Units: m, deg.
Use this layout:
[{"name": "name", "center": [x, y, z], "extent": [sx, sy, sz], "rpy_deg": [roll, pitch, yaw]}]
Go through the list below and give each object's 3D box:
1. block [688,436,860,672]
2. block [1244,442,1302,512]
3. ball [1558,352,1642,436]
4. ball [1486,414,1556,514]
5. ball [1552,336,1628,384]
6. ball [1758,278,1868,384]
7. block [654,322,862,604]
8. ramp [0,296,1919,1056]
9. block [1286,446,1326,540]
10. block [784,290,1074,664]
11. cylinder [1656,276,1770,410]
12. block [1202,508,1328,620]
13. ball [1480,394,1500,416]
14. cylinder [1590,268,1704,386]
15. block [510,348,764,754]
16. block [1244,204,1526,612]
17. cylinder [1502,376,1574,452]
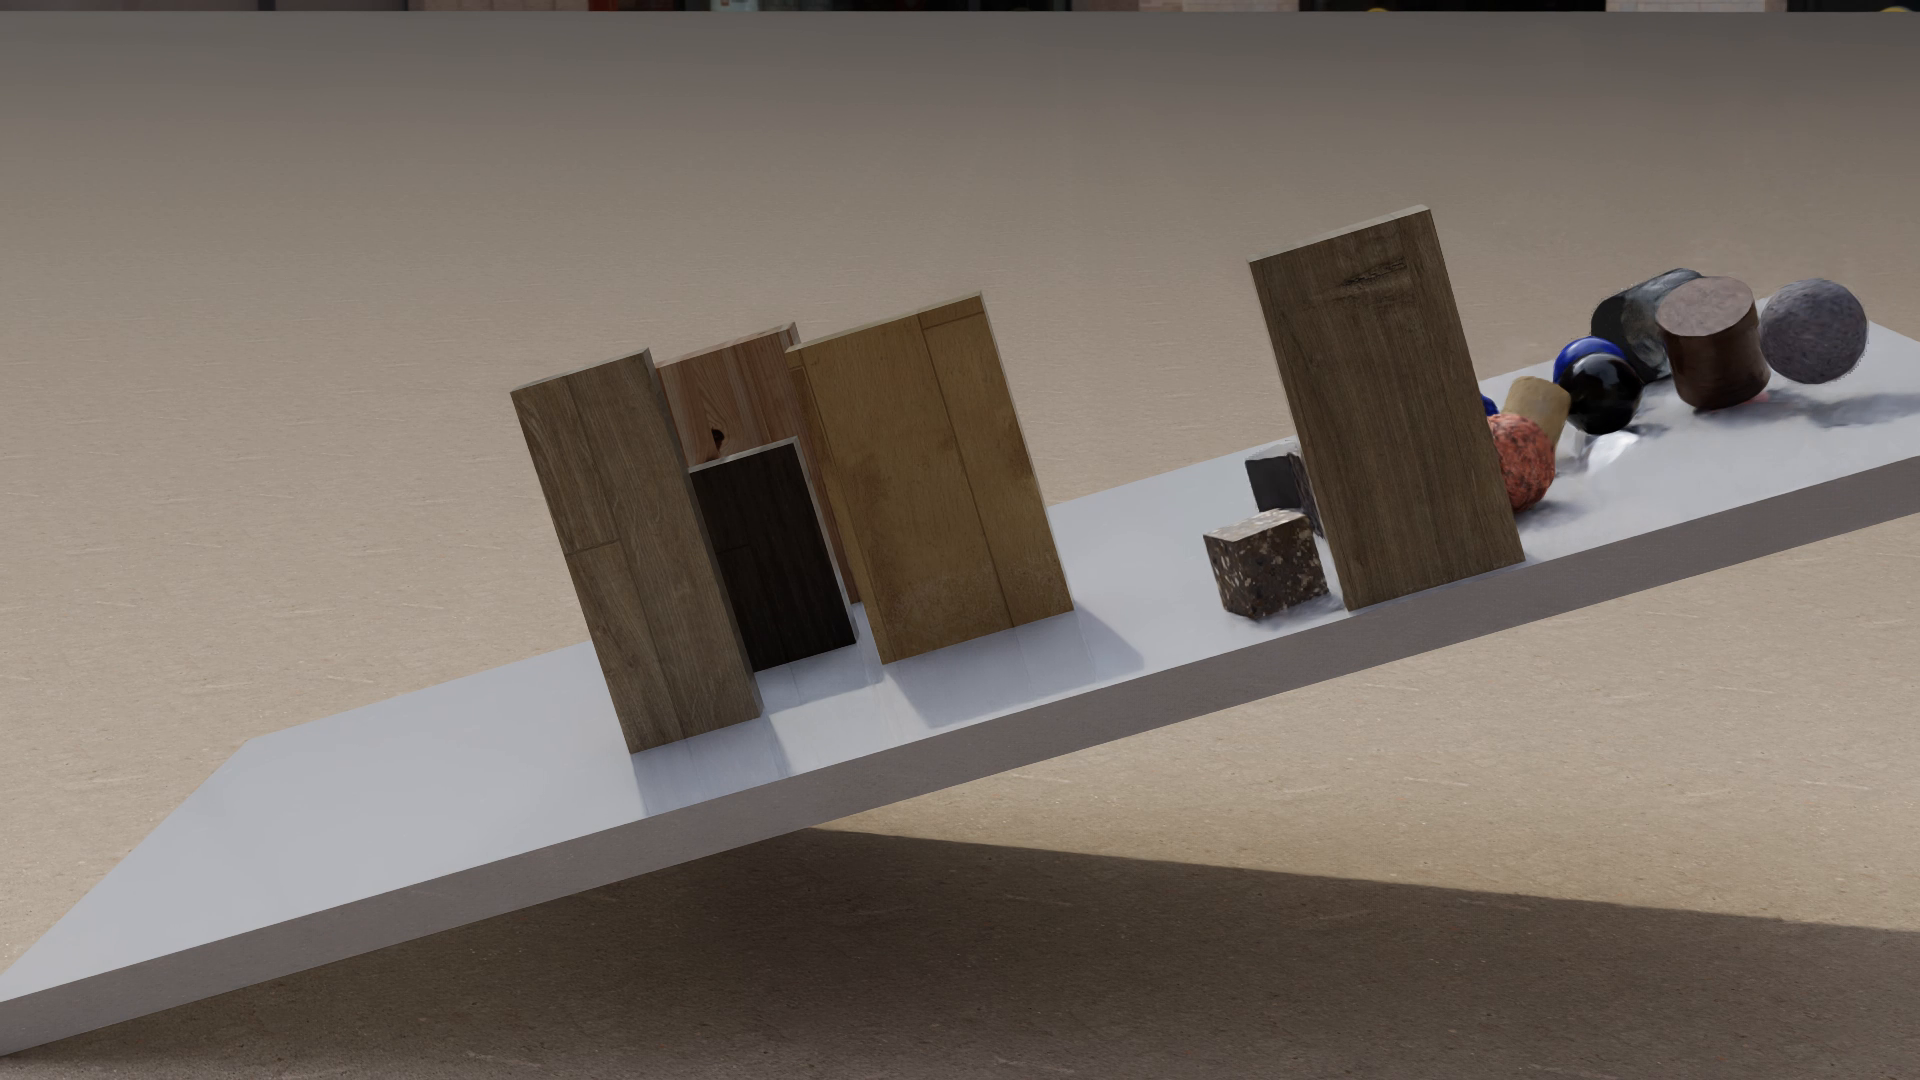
[{"name": "block", "center": [-0.489, 0.057, 6.384], "extent": [0.421, 0.457, 0.101], "rpy_deg": [-16, 10, 5]}, {"name": "block", "center": [0.717, -0.141, 6.423], "extent": [0.117, 0.117, 0.117], "rpy_deg": [-7, 14, 46]}, {"name": "ball", "center": [1.332, -0.305, 6.127], "extent": [0.174, 0.174, 0.174], "rpy_deg": [0, 11, 0]}, {"name": "ball", "center": [1.051, -0.148, 5.678], "extent": [0.195, 0.195, 0.195], "rpy_deg": [0, 11, 0]}, {"name": "ball", "center": [1.369, -0.358, 6.377], "extent": [0.166, 0.166, 0.166], "rpy_deg": [0, 11, 0]}, {"name": "ball", "center": [1.670, -0.408, 5.760], "extent": [0.207, 0.207, 0.207], "rpy_deg": [0, 11, 0]}, {"name": "block", "center": [-0.493, -0.129, 6.837], "extent": [0.419, 0.652, 0.149], "rpy_deg": [-16, 10, 5]}, {"name": "ramp", "center": [0.093, 0.186, 6.317], "extent": [4.000, 0.100, 2.000], "rpy_deg": [-16, 10, 5]}, {"name": "block", "center": [0.791, -0.117, 6.009], "extent": [0.174, 0.174, 0.174], "rpy_deg": [-18, 10, -4]}, {"name": "block", "center": [-0.059, -0.127, 6.036], "extent": [0.412, 0.674, 0.107], "rpy_deg": [-16, 10, 5]}, {"name": "cylinder", "center": [1.552, -0.406, 6.054], "extent": [0.195, 0.195, 0.195], "rpy_deg": [-16, 37, 13]}, {"name": "block", "center": [0.576, 0.044, 5.545], "extent": [0.154, 0.154, 0.154], "rpy_deg": [-20, 10, -14]}, {"name": "ball", "center": [1.110, -0.258, 6.384], "extent": [0.125, 0.125, 0.125], "rpy_deg": [0, 11, 0]}, {"name": "cylinder", "center": [1.556, -0.474, 6.553], "extent": [0.210, 0.210, 0.210], "rpy_deg": [-23, 22, -31]}, {"name": "block", "center": [-0.645, 0.024, 5.914], "extent": [0.277, 0.771, 0.090], "rpy_deg": [-16, 10, 5]}, {"name": "block", "center": [0.766, -0.237, 5.301], "extent": [0.330, 0.659, 0.117], "rpy_deg": [-16, 10, 5]}, {"name": "cylinder", "center": [1.175, -0.248, 6.033], "extent": [0.129, 0.129, 0.129], "rpy_deg": [21, -15, 6]}]
